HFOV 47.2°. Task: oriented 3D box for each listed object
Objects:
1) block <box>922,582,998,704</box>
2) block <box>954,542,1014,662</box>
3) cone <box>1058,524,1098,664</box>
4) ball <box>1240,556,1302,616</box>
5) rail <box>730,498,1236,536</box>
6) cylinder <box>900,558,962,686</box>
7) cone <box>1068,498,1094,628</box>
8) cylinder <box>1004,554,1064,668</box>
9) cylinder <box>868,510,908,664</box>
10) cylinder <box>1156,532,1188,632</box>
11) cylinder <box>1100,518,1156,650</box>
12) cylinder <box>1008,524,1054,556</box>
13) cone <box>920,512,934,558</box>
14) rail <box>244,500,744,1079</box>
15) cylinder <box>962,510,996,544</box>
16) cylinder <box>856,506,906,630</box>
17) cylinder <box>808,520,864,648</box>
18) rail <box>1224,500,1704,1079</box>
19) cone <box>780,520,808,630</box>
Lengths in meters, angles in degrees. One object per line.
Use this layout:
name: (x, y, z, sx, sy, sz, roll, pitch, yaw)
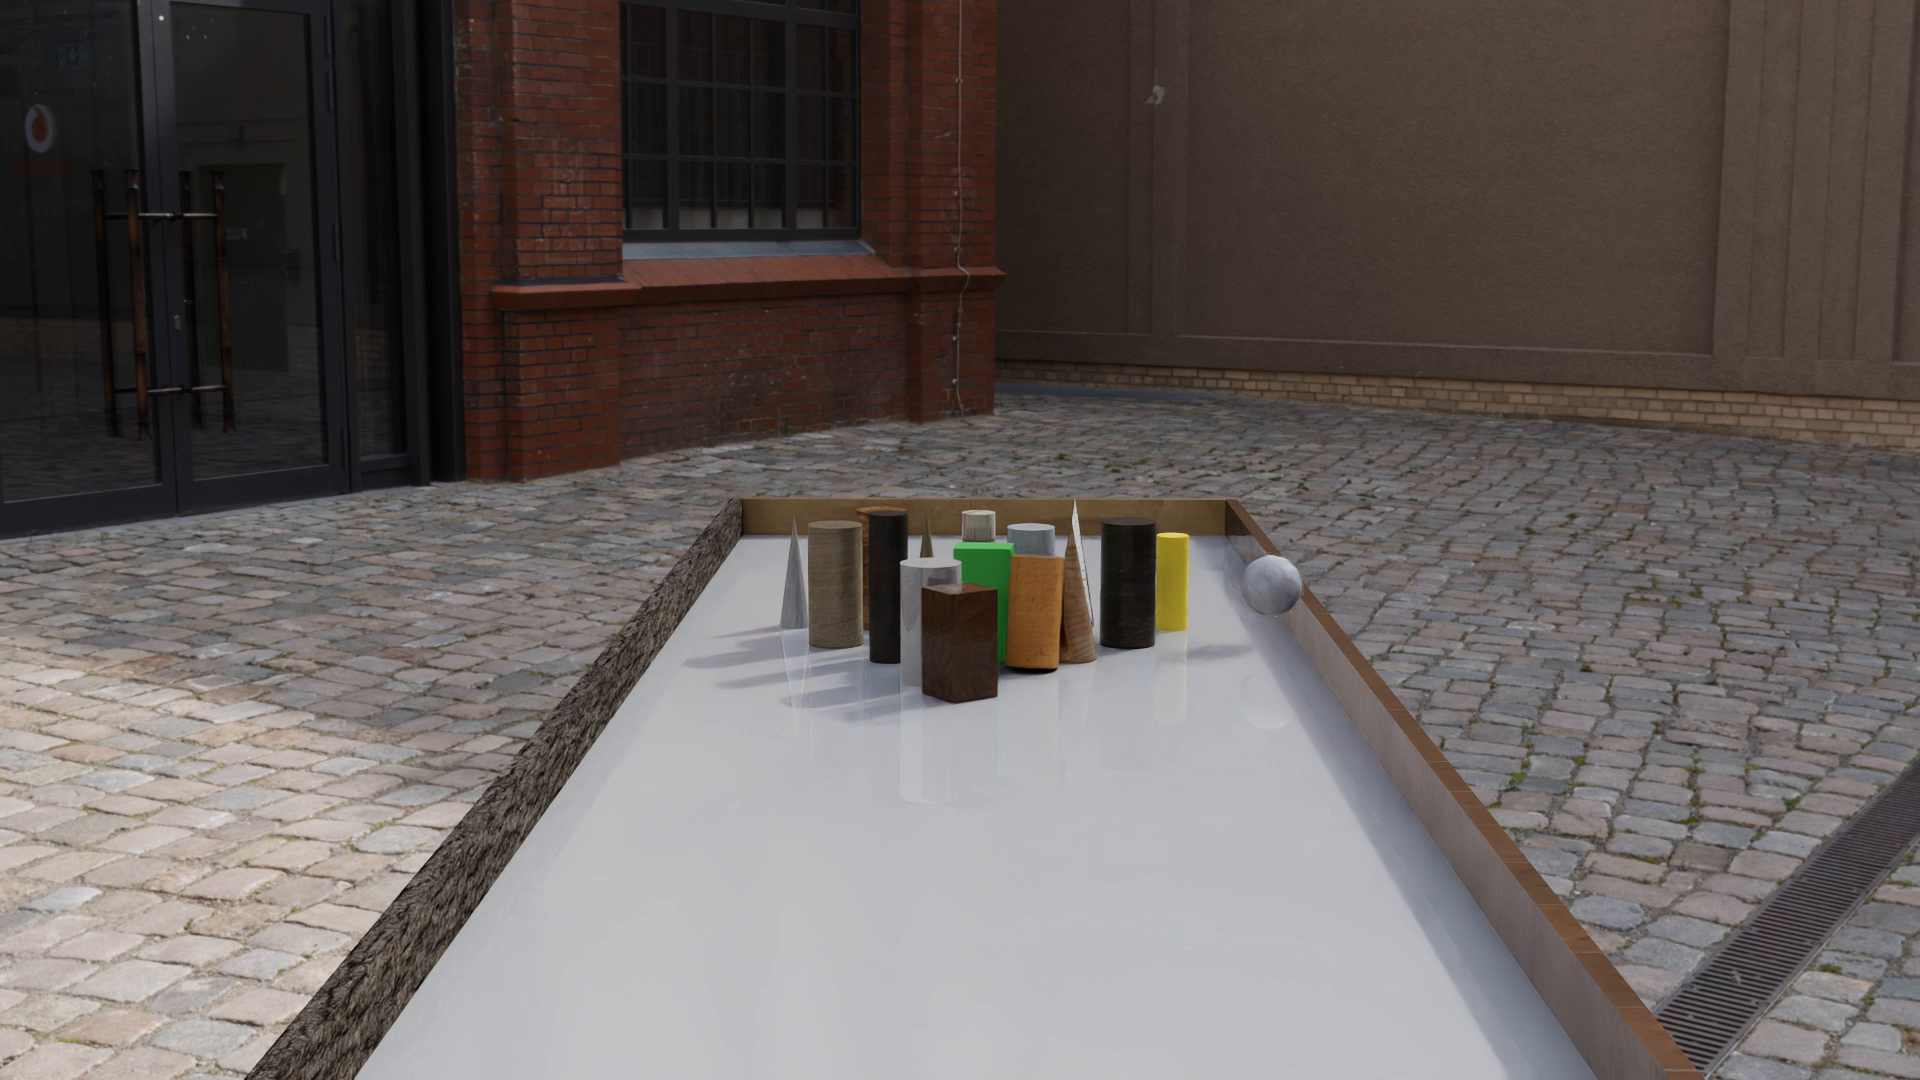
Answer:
block: (-0.001, 0.287, 6.211, 0.155, 0.307, 0.155, -6, 10, -33)
block: (0.073, 0.188, 6.700, 0.172, 0.342, 0.172, 1, 6, 5)
cone: (0.338, 0.152, 6.691, 0.164, 0.425, 0.164, 0, 9, 0)
ball: (0.981, 0.143, 6.929, 0.191, 0.191, 0.191, 0, 9, 0)
rail: (0.099, -0.098, 9.147, 2.100, 0.150, 0.050, 0, 9, 1)
cylinder: (-0.085, 0.237, 6.399, 0.180, 0.348, 0.180, 0, 9, 0)
cone: (0.375, 0.072, 7.200, 0.139, 0.423, 0.139, 0, 9, 0)
cylinder: (0.222, 0.213, 6.563, 0.161, 0.327, 0.161, 3, 2, 0)
cylinder: (-0.217, 0.142, 6.670, 0.119, 0.452, 0.119, 0, 9, 0)
cylinder: (0.691, 0.136, 7.167, 0.104, 0.308, 0.104, 0, 9, 0)
cylinder: (0.528, 0.134, 6.913, 0.173, 0.391, 0.173, 0, 9, 0)
cylinder: (0.223, 0.141, 6.935, 0.150, 0.370, 0.150, 0, 9, 0)
cone: (-0.104, 0.114, 6.909, 0.124, 0.432, 0.124, 0, 9, 0)
rail: (-1.004, 0.839, 3.234, 0.050, 0.150, 12.000, 0, 9, 1)
cylinder: (0.061, 0.095, 7.209, 0.109, 0.375, 0.109, 0, 9, 0)
cylinder: (-0.256, 0.092, 7.196, 0.162, 0.386, 0.162, 0, 9, 0)
cylinder: (-0.391, 0.139, 6.919, 0.173, 0.380, 0.173, 0, 9, 0)
rail: (1.046, 0.843, 3.208, 0.050, 0.150, 12.000, 0, 9, 1)
cone: (-0.540, 0.100, 7.197, 0.106, 0.370, 0.106, 0, 9, 0)
